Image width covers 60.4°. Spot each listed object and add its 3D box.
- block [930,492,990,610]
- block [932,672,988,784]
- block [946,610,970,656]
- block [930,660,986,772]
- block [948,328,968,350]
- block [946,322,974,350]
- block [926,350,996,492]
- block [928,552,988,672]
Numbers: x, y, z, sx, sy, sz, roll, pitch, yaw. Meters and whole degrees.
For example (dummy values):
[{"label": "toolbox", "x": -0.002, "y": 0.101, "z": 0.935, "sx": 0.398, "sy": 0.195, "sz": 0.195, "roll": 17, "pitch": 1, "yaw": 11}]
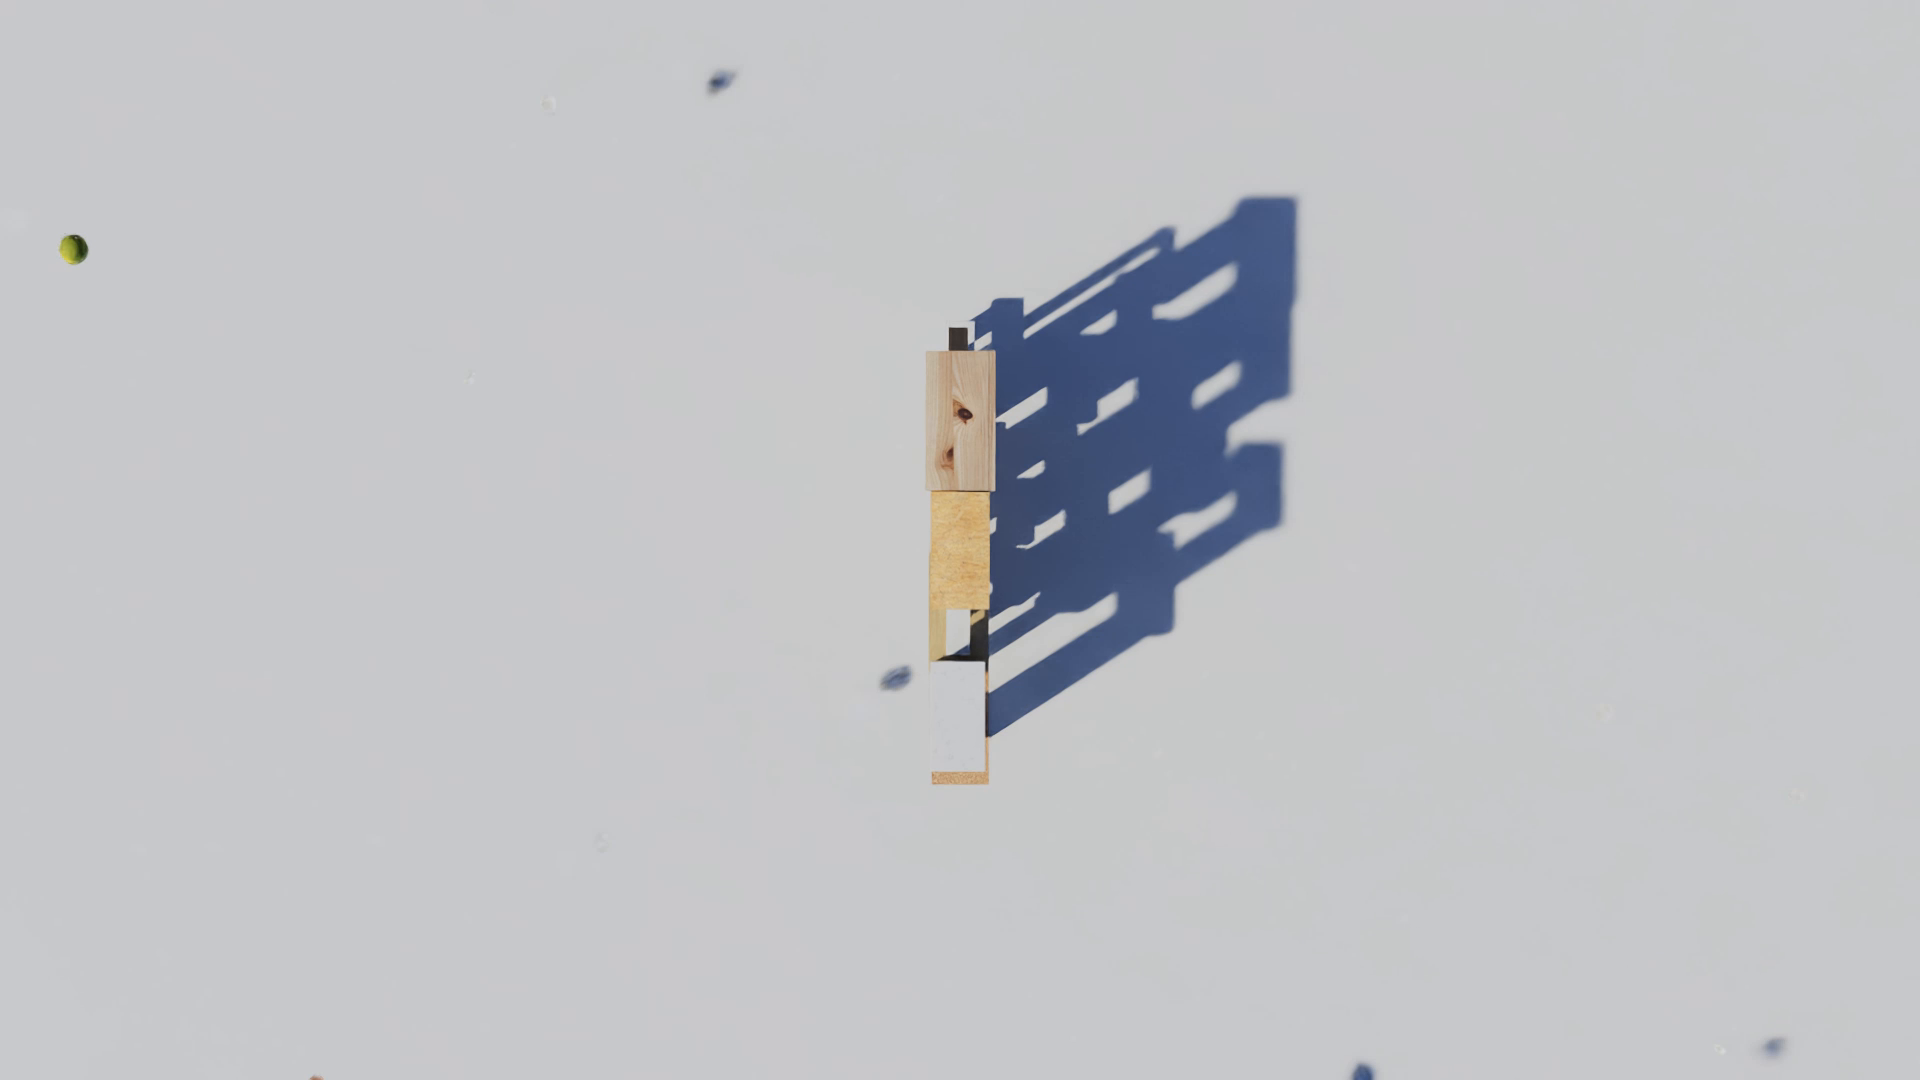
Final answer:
[{"label": "block", "x": 0.000, "y": 0.028, "z": 4.269, "sx": 0.151, "sy": 0.043, "sz": 0.302, "roll": 0, "pitch": 90, "yaw": 0}, {"label": "block", "x": 0.001, "y": 0.537, "z": 4.752, "sx": 0.164, "sy": 0.047, "sz": 0.329, "roll": 0, "pitch": 90, "yaw": 0}, {"label": "block", "x": -0.005, "y": 0.247, "z": 4.455, "sx": 0.064, "sy": 0.018, "sz": 0.128, "roll": 0, "pitch": 90, "yaw": 0}, {"label": "block", "x": -0.006, "y": 0.457, "z": 4.288, "sx": 0.142, "sy": 0.040, "sz": 0.284, "roll": 0, "pitch": 90, "yaw": 0}, {"label": "block", "x": -0.005, "y": -0.546, "z": 4.662, "sx": 0.054, "sy": 0.015, "sz": 0.109, "roll": 0, "pitch": 90, "yaw": 0}, {"label": "block", "x": 0.003, "y": -0.613, "z": 5.310, "sx": 0.089, "sy": 0.025, "sz": 0.177, "roll": 0, "pitch": 90, "yaw": 0}, {"label": "block", "x": 0.001, "y": -0.307, "z": 4.268, "sx": 0.180, "sy": 0.051, "sz": 0.359, "roll": 0, "pitch": 90, "yaw": 0}, {"label": "block", "x": -0.003, "y": 0.200, "z": 4.616, "sx": 0.167, "sy": 0.047, "sz": 0.334, "roll": 0, "pitch": 90, "yaw": 0}]
